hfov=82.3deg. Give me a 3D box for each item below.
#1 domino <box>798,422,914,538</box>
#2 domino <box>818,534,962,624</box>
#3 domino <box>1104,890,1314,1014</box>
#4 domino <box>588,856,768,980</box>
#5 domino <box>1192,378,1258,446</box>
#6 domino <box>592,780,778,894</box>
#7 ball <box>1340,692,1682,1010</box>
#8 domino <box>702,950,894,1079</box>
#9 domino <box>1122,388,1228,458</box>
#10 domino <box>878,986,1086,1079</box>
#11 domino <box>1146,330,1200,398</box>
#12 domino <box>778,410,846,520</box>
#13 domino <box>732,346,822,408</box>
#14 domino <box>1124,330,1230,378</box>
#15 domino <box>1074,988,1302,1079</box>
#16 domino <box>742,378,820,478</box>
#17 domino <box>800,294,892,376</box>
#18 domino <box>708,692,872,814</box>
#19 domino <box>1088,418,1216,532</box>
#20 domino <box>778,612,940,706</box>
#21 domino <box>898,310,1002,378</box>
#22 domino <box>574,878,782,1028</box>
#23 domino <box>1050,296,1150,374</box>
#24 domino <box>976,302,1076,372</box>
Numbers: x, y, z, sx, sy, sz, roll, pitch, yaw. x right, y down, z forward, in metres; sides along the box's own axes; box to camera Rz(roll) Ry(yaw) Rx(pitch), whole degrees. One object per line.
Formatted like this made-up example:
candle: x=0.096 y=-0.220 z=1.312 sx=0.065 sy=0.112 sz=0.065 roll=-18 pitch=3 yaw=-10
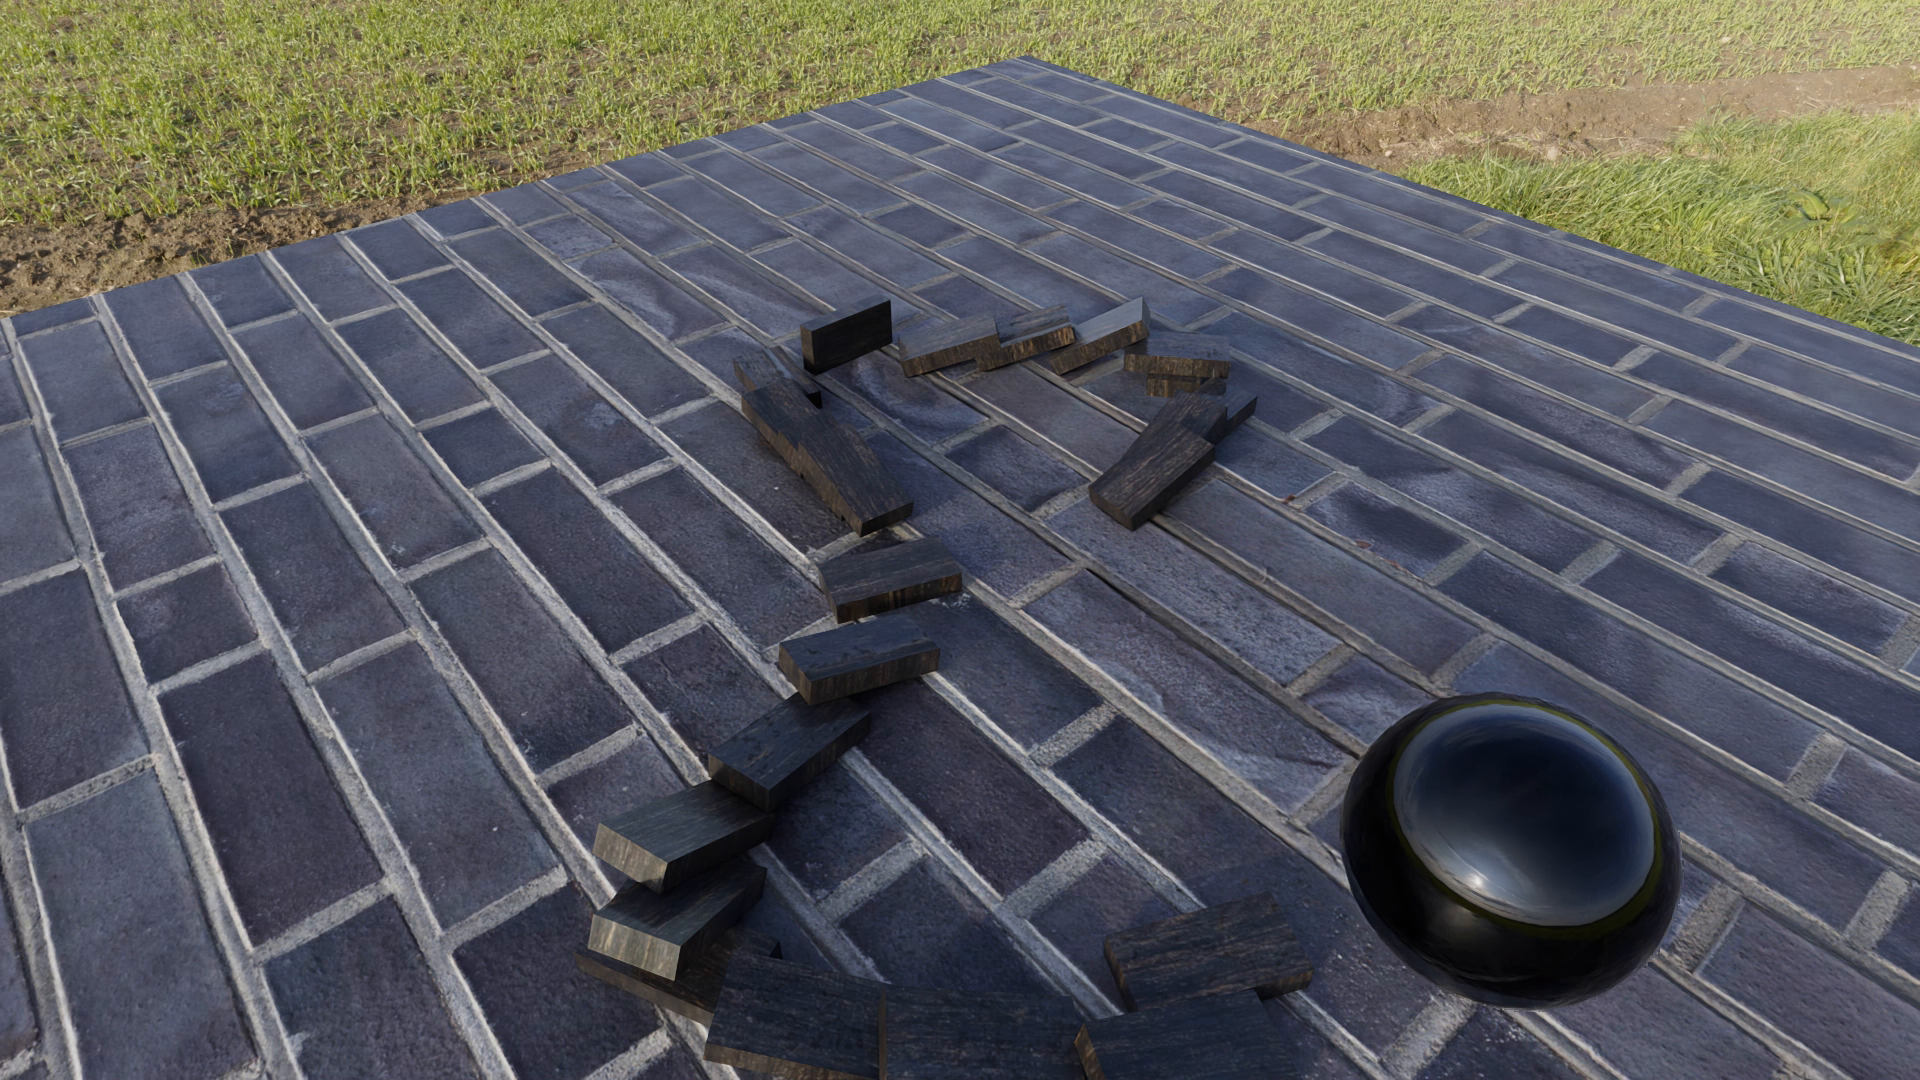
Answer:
domino: x=-0.044 y=-0.026 z=0.458 sx=0.025 sy=0.010 sz=0.050 roll=-25 pitch=60 yaw=-28
domino: x=-0.027 y=0.015 z=0.425 sx=0.050 sy=0.009 sz=0.025 roll=-14 pitch=41 yaw=-17
domino: x=0.068 y=0.116 z=0.302 sx=0.050 sy=0.009 sz=0.025 roll=-10 pitch=40 yaw=-13
domino: x=-0.075 y=0.100 z=0.300 sx=0.025 sy=0.010 sz=0.050 roll=14 pitch=9 yaw=14
domino: x=0.115 y=-0.058 z=0.514 sx=0.025 sy=0.010 sz=0.050 roll=28 pitch=47 yaw=30
domino: x=-0.079 y=0.085 z=0.320 sx=0.025 sy=0.009 sz=0.050 roll=21 pitch=12 yaw=24
ball: x=0.142 y=0.080 z=0.290 sx=0.080 sy=0.080 sz=0.080 roll=0 pitch=39 yaw=0
domino: x=-0.038 y=0.124 z=0.283 sx=0.050 sy=0.010 sz=0.025 roll=14 pitch=40 yaw=-4
domino: x=0.095 y=-0.044 z=0.486 sx=0.025 sy=0.010 sz=0.050 roll=27 pitch=62 yaw=29
domino: x=0.005 y=0.128 z=0.278 sx=0.050 sy=0.010 sz=0.025 roll=8 pitch=38 yaw=-11
domino: x=0.107 y=-0.089 z=0.551 sx=0.025 sy=0.009 sz=0.050 roll=6 pitch=40 yaw=7
domino: x=-0.054 y=-0.033 z=0.474 sx=0.025 sy=0.010 sz=0.050 roll=-27 pitch=61 yaw=-29
domino: x=-0.090 y=-0.077 z=0.537 sx=0.025 sy=0.010 sz=0.050 roll=-20 pitch=43 yaw=-23
domino: x=0.106 y=-0.092 z=0.540 sx=0.050 sy=0.010 sz=0.025 roll=5 pitch=40 yaw=6
domino: x=0.057 y=0.131 z=0.276 sx=0.050 sy=0.009 sz=0.025 roll=-2 pitch=38 yaw=-20
domino: x=-0.075 y=-0.052 z=0.498 sx=0.025 sy=0.010 sz=0.050 roll=-27 pitch=59 yaw=-29
domino: x=-0.057 y=-0.105 z=0.559 sx=0.050 sy=0.025 sz=0.010 roll=-30 pitch=48 yaw=-31
domino: x=-0.054 y=0.066 z=0.355 sx=0.025 sy=0.010 sz=0.050 roll=23 pitch=33 yaw=26
domino: x=0.081 y=-0.028 z=0.465 sx=0.050 sy=0.010 sz=0.025 roll=-39 pitch=55 yaw=-16
domino: x=-0.035 y=0.041 z=0.384 sx=0.050 sy=0.009 sz=0.025 roll=-12 pitch=34 yaw=-31
domino: x=-0.005 y=-0.099 z=0.554 sx=0.050 sy=0.009 sz=0.025 roll=-15 pitch=39 yaw=6
domino: x=-0.078 y=0.115 z=0.304 sx=0.050 sy=0.010 sz=0.025 roll=15 pitch=42 yaw=18
domino: x=0.070 y=-0.102 z=0.549 sx=0.050 sy=0.009 sz=0.025 roll=-21 pitch=33 yaw=25
domino: x=0.032 y=-0.103 z=0.557 sx=0.050 sy=0.009 sz=0.025 roll=-16 pitch=39 yaw=9
